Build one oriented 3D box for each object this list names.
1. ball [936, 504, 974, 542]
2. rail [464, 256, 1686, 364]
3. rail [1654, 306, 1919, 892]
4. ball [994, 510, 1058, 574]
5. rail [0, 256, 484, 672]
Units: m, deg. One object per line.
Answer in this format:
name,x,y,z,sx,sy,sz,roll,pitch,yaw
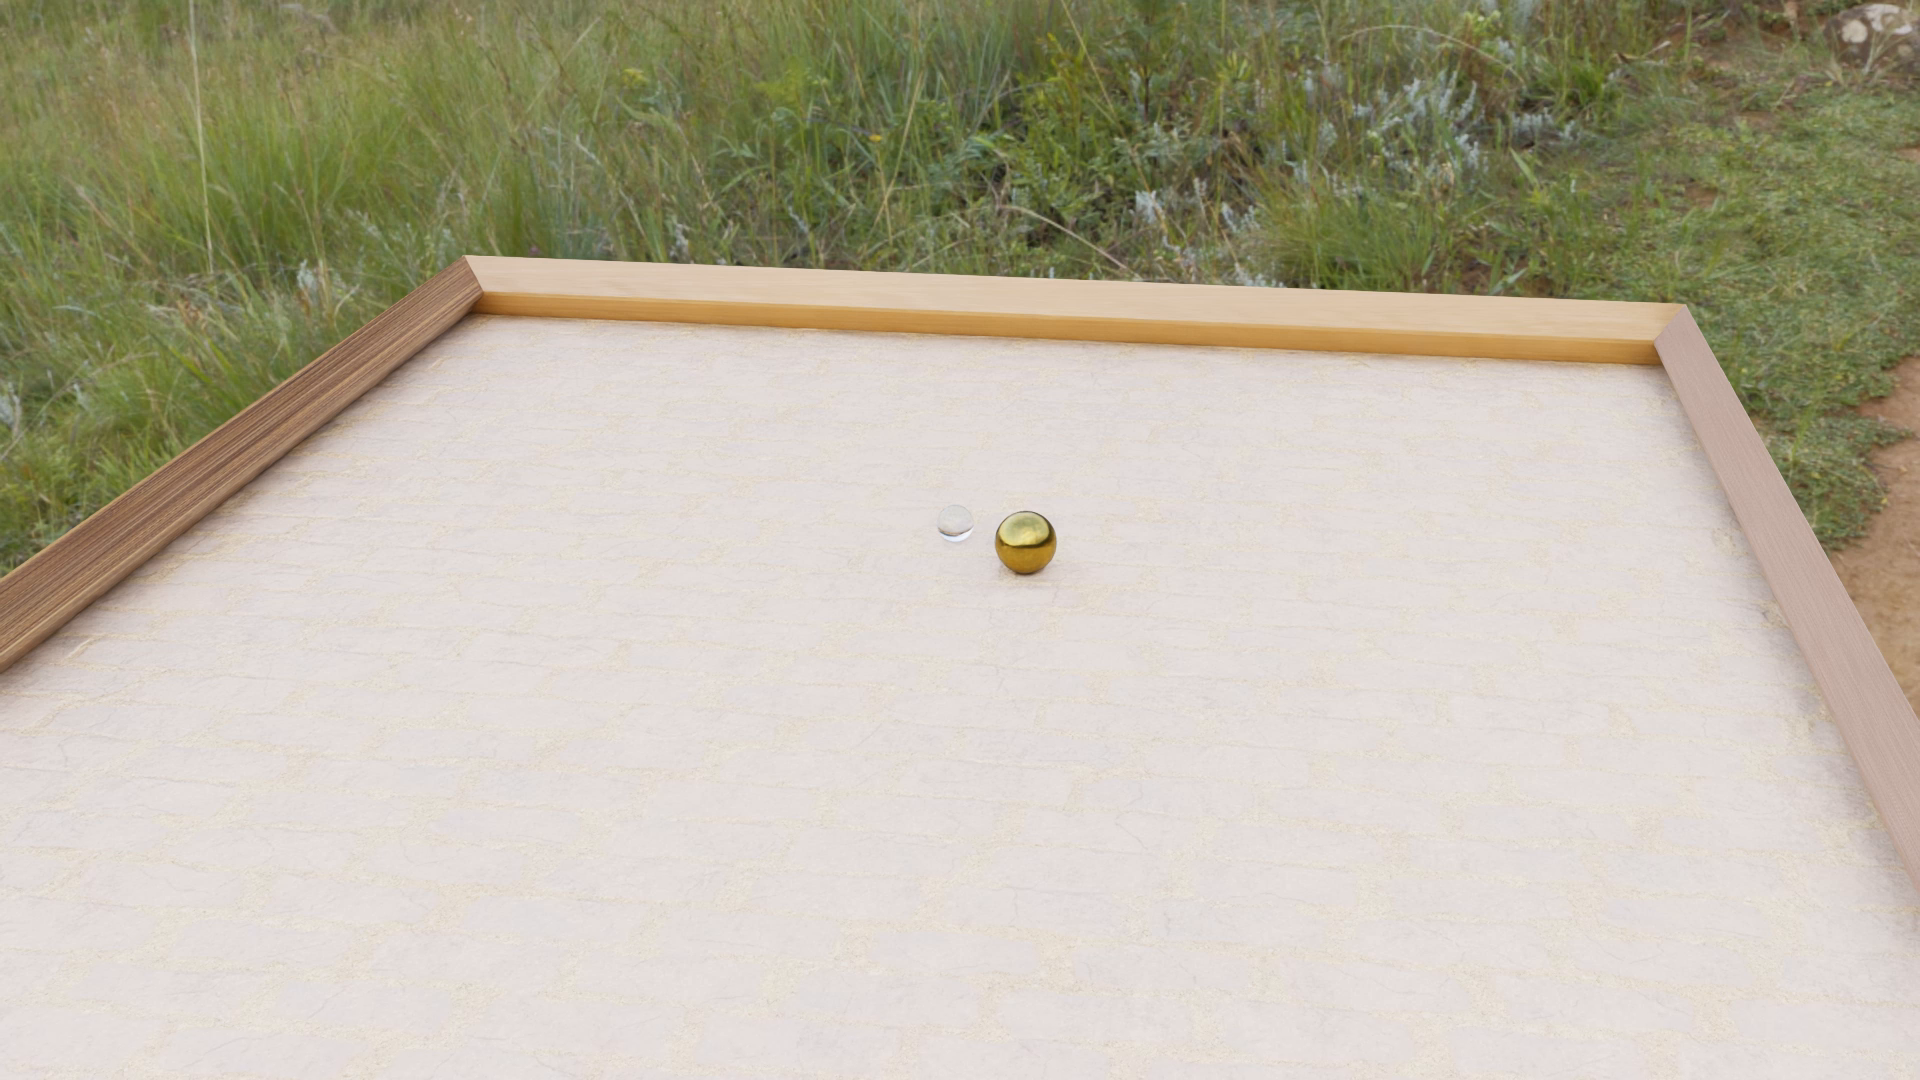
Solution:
ball,-0.005,-0.019,2.548,0.043,0.043,0.043,0,22,0
rail,0.132,-0.339,3.276,1.832,0.092,0.045,3,22,8
rail,0.747,0.364,1.528,0.045,0.092,3.586,3,22,8
ball,0.074,0.002,2.458,0.071,0.071,0.071,0,22,0
rail,-1.018,0.263,1.778,0.045,0.092,3.586,3,22,8
